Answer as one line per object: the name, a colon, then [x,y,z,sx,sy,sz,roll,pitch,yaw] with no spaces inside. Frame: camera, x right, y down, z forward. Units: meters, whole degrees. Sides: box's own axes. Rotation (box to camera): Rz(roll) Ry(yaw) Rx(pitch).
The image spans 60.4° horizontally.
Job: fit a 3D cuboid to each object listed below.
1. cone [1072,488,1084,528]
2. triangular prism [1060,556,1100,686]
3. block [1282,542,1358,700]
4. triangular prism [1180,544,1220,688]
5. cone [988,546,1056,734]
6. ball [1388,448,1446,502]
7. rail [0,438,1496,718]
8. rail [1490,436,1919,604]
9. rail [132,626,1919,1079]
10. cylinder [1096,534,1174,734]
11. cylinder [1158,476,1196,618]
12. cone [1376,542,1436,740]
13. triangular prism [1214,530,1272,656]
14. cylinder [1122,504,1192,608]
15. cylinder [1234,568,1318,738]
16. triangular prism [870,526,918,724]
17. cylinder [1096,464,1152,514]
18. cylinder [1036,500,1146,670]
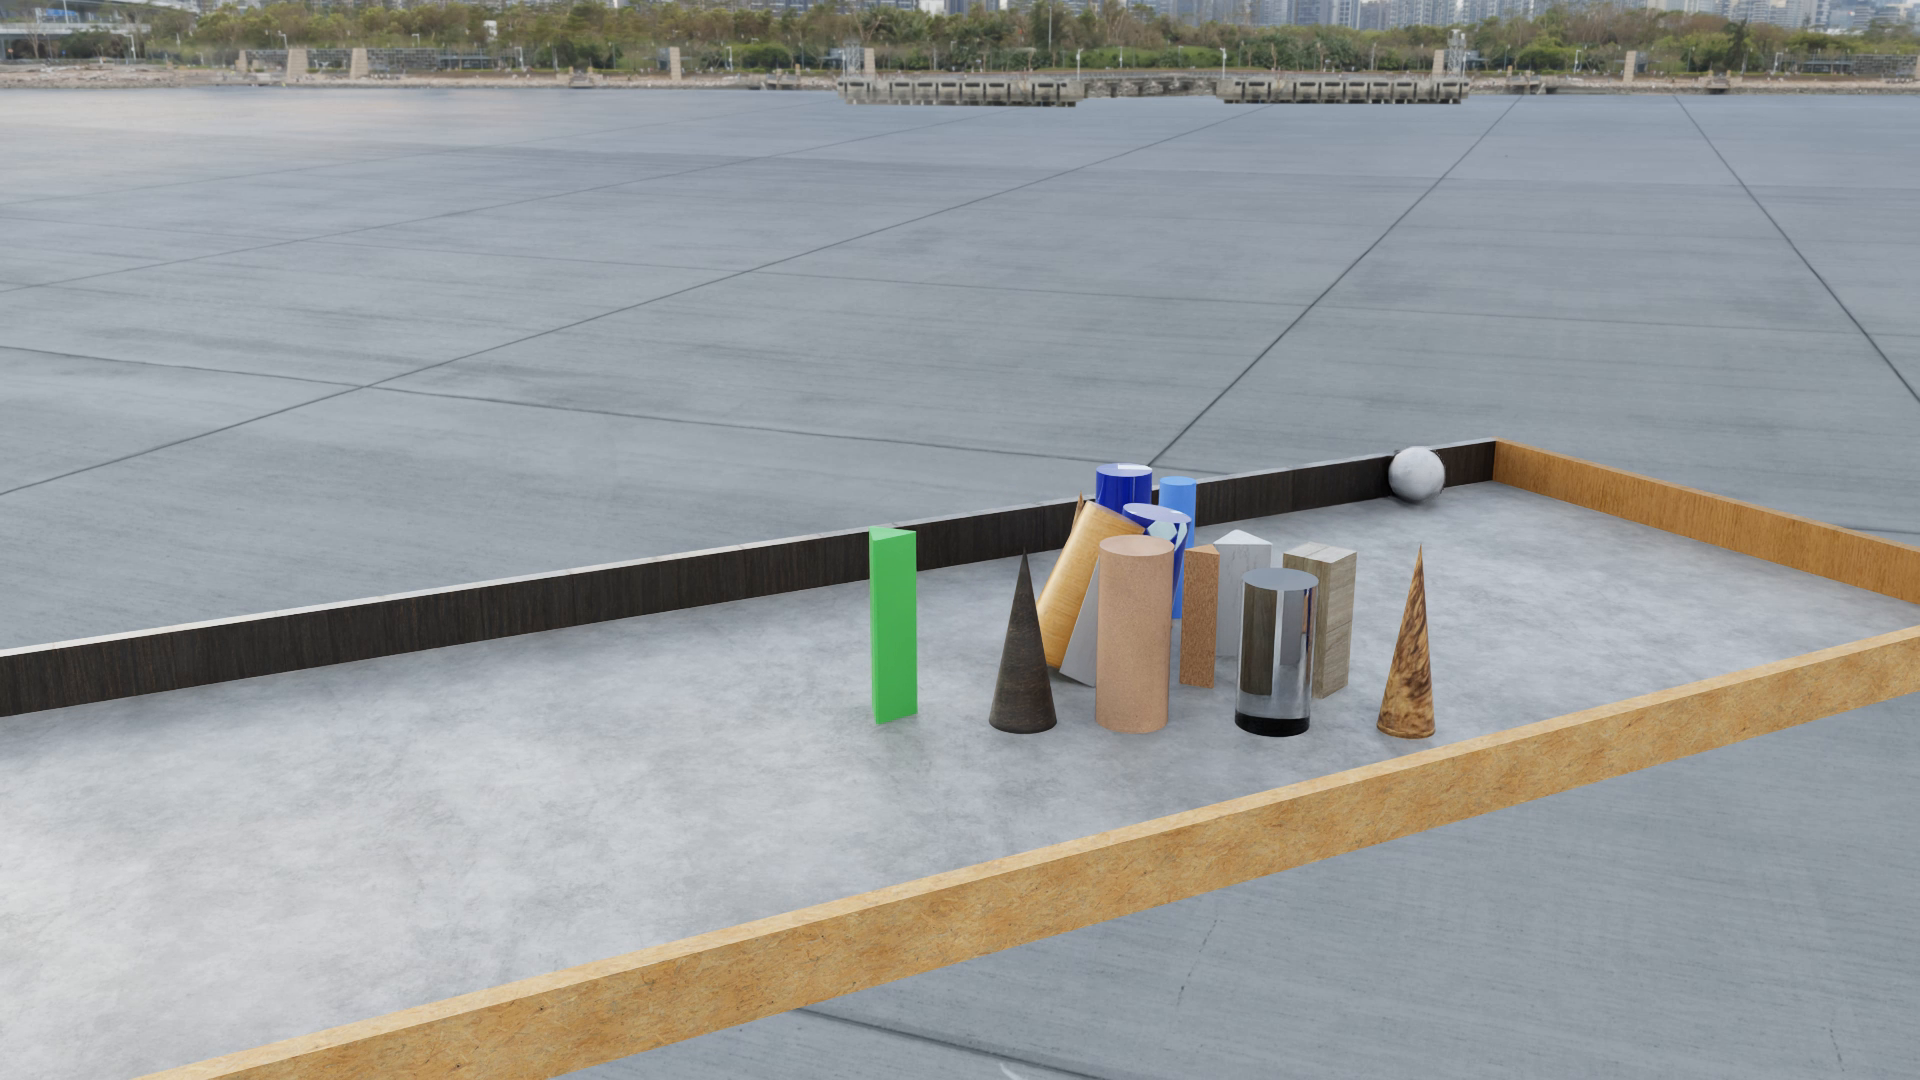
cone: [0.333,0.035,4.586,0.152,0.367,0.152,0,16,0]
triangular prism: [0.359,0.179,4.111,0.097,0.357,0.084,23,16,18]
block: [0.878,0.197,4.068,0.130,0.348,0.130,14,21,39]
triangular prism: [0.606,0.187,4.101,0.087,0.349,0.076,8,18,25]
cone: [0.149,0.218,3.840,0.162,0.435,0.162,0,16,0]
ball: [1.601,-0.228,5.785,0.194,0.194,0.194,0,16,0]
rail: [-3.305,0.497,3.399,12.000,0.150,0.050,-9,18,-27]
rail: [2.466,-0.048,5.253,0.050,0.150,2.100,-9,18,-27]
rail: [-2.336,1.006,1.665,12.000,0.150,0.050,-9,18,-27]
cylinder: [0.406,0.218,3.849,0.172,0.430,0.172,0,16,0]
cylinder: [0.601,0.021,4.601,0.102,0.384,0.102,0,16,0]
cone: [1.043,0.222,3.795,0.134,0.453,0.134,0,16,0]
triangular prism: [0.730,0.138,4.344,0.151,0.306,0.130,1,16,2]
cylinder: [0.481,0.103,4.319,0.179,0.362,0.179,9,15,-2]
cylinder: [0.736,0.260,3.840,0.174,0.356,0.174,0,16,0]
triangular prism: [-0.180,0.196,3.890,0.118,0.451,0.102,-12,20,-36]
cylinder: [0.476,-0.032,4.828,0.163,0.358,0.163,0,16,0]
cylinder: [0.306,0.118,4.182,0.164,0.405,0.164,25,8,-4]
